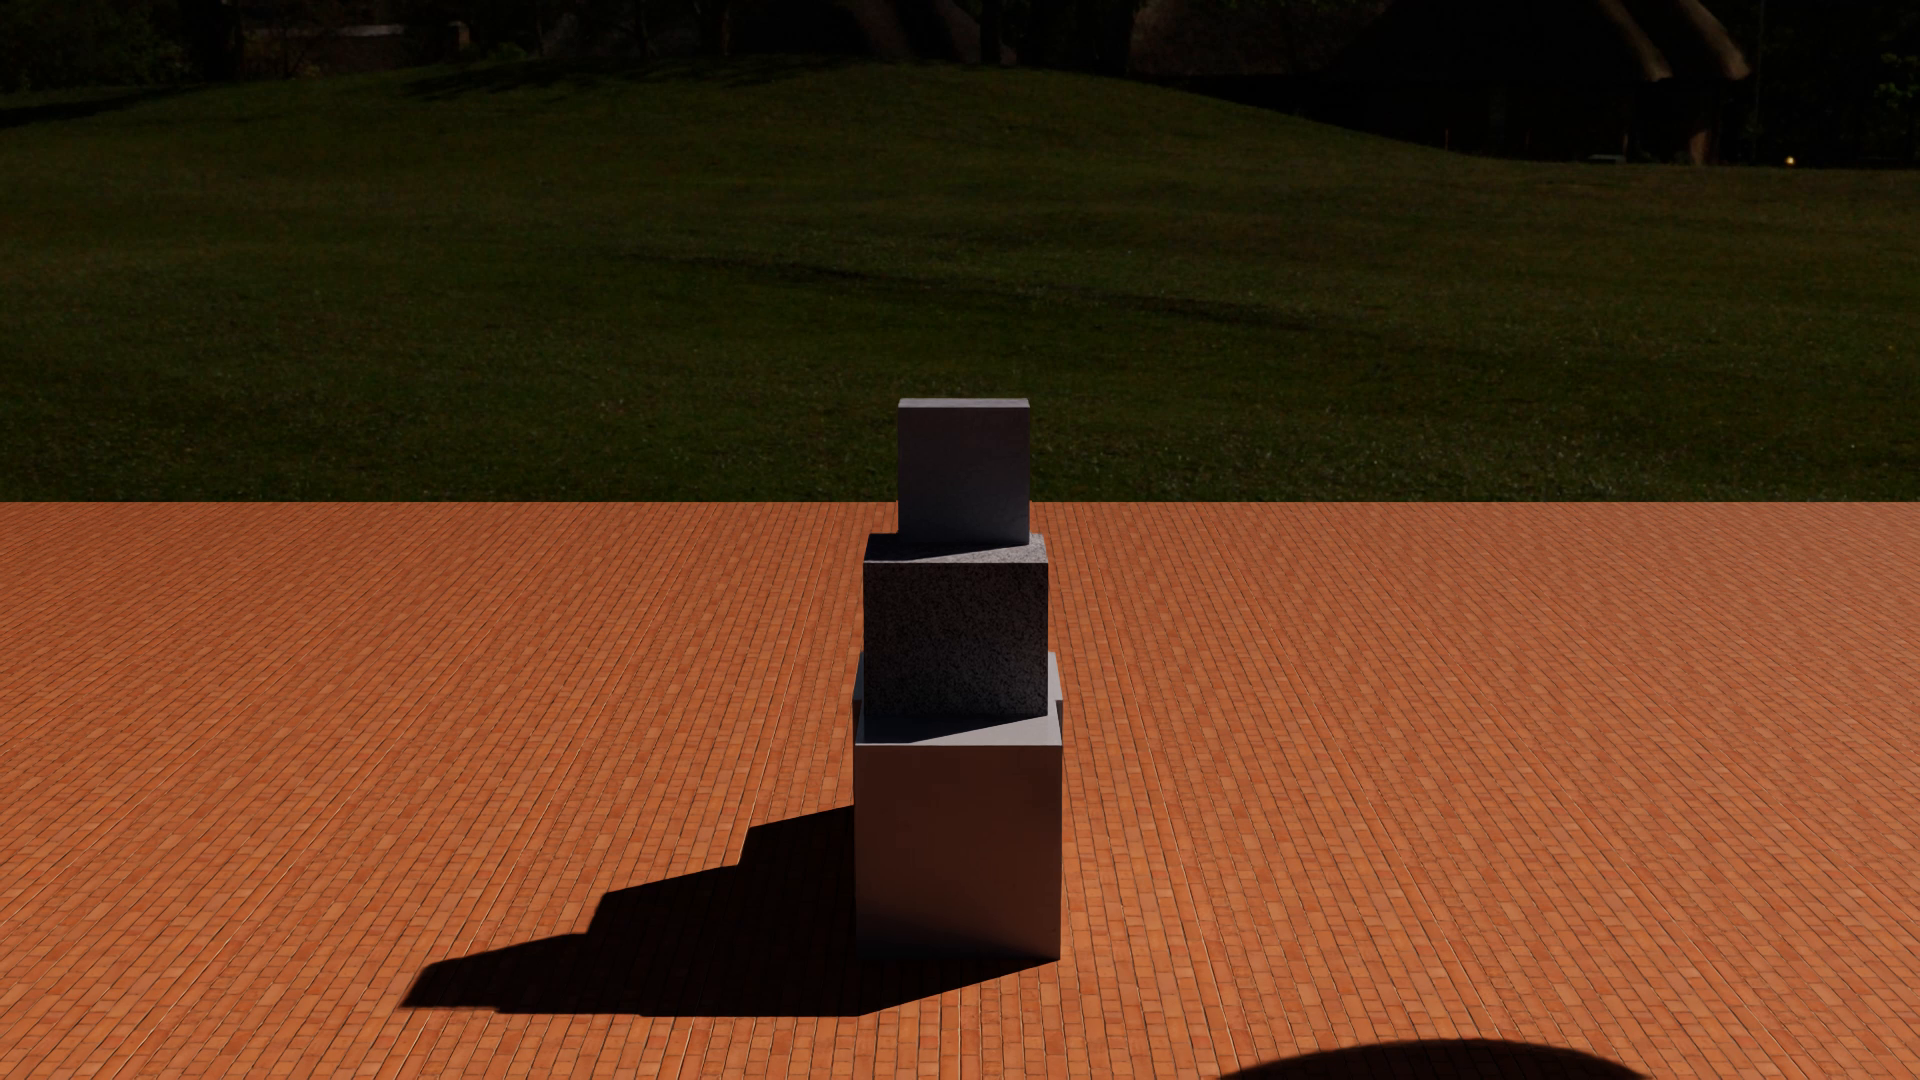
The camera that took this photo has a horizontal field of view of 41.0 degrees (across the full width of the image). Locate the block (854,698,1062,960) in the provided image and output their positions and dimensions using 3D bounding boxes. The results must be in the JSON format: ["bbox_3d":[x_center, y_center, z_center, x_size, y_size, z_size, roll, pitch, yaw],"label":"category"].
[{"bbox_3d":[-0.006,1.179,10.599,0.820,0.888,0.774,0,10,0],"label":"block"}]

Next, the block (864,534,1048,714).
[{"bbox_3d":[-0.017,0.346,10.938,0.760,0.635,0.769,0,9,0],"label":"block"}]

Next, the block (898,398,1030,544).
[{"bbox_3d":[0.016,-0.306,11.151,0.559,0.581,0.473,0,8,0],"label":"block"}]

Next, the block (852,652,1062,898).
[{"bbox_3d":[-0.010,1.031,11.442,0.895,0.878,0.919,0,10,0],"label":"block"}]
